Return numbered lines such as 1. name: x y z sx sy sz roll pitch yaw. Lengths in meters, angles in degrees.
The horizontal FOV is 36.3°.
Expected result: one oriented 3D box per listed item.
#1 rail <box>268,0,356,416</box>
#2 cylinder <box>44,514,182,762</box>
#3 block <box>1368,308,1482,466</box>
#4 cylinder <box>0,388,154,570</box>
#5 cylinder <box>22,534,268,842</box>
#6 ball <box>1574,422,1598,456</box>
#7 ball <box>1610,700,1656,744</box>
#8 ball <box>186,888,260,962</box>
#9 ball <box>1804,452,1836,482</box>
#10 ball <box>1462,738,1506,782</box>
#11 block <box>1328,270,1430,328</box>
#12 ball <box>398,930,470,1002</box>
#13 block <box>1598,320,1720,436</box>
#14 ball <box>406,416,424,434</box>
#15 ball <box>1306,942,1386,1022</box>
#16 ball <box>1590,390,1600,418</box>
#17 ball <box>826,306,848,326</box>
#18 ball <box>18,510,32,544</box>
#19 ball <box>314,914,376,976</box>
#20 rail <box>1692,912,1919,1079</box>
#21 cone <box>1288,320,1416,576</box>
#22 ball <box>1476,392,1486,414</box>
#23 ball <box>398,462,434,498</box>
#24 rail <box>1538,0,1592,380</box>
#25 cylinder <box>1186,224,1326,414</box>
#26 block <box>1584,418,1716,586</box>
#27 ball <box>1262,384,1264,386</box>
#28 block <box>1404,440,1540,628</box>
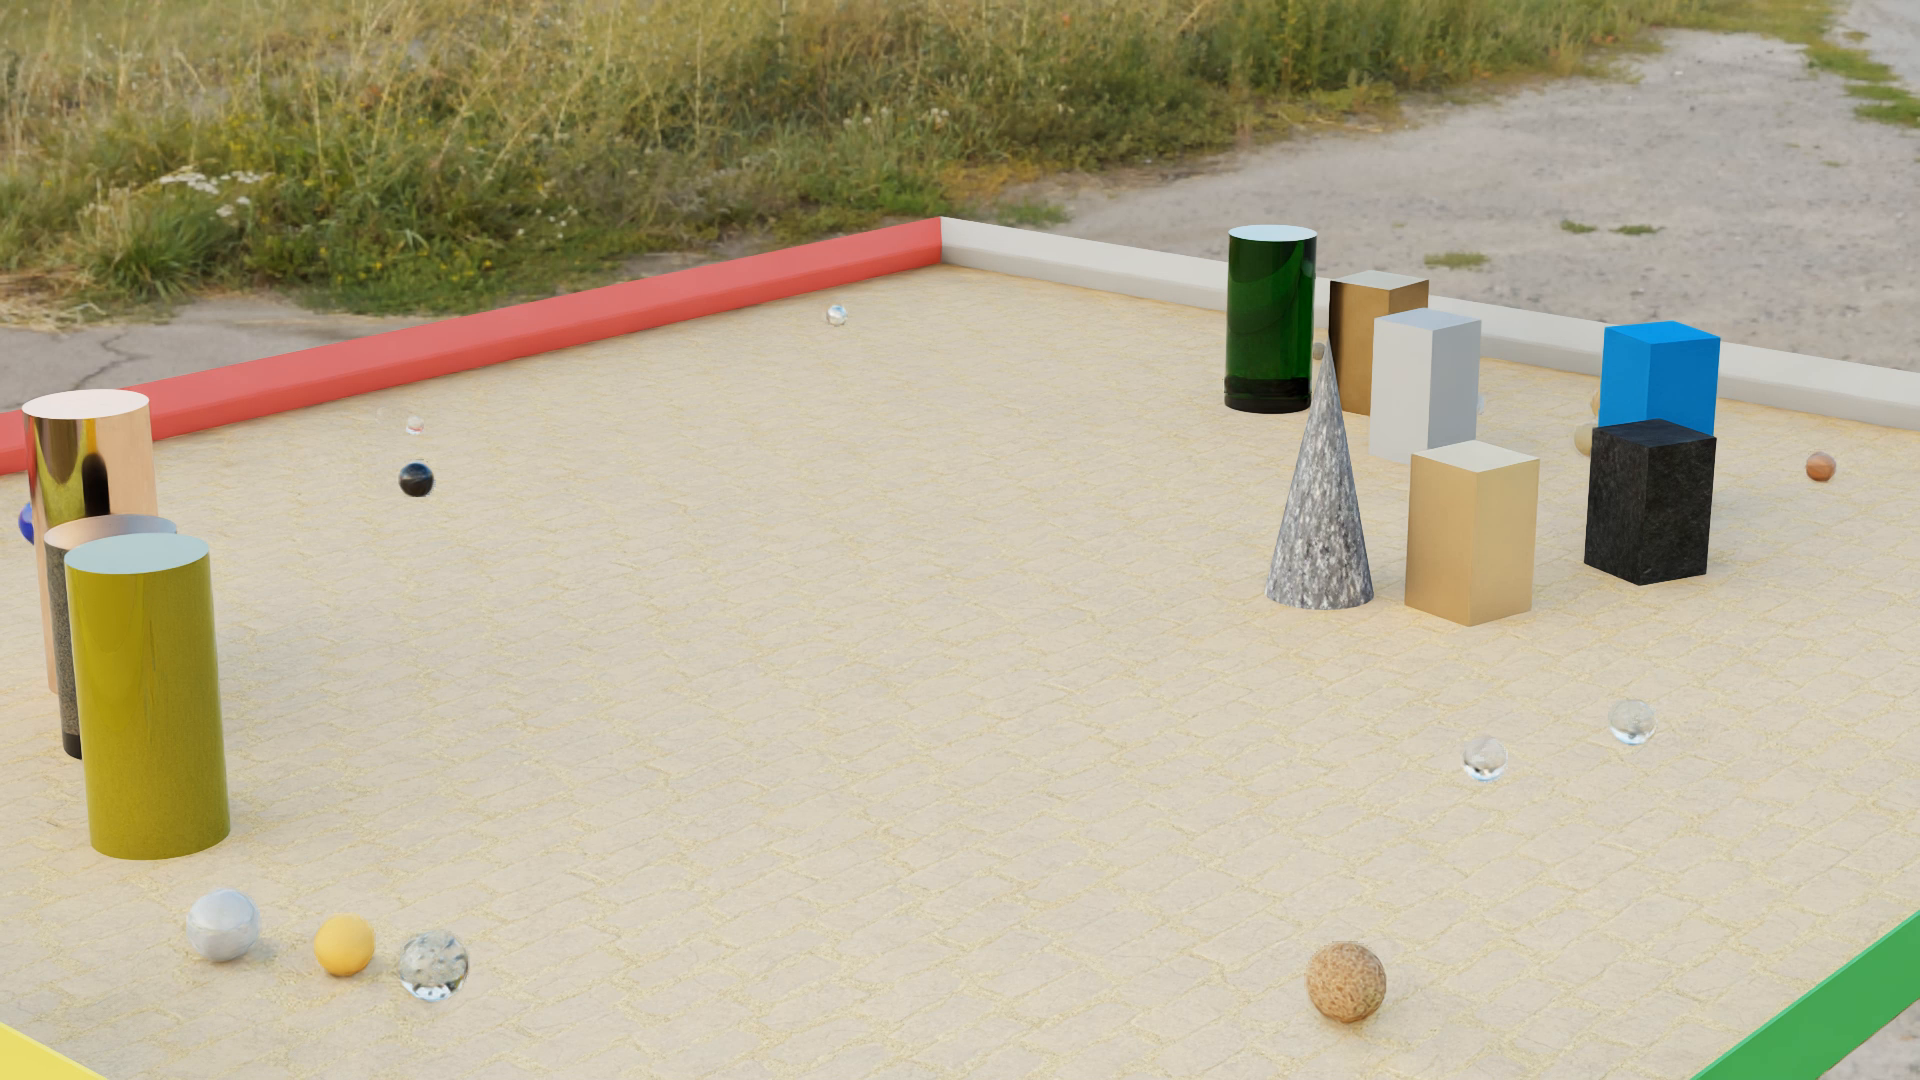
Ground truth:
1. rail: -1.467 -0.335 6.331 0.045 4.332 0.124 -7 35 -34
2. cylinder: -1.258 0.146 4.390 0.191 0.329 0.191 0 17 0
3. block: 0.947 -0.310 5.973 0.153 0.286 0.153 -14 22 -39
4. cylinder: -1.362 0.006 4.633 0.191 0.456 0.191 -15 4 1
5. cylinder: -1.114 0.213 4.027 0.191 0.409 0.191 -11 34 7
6. ball: 1.292 -0.207 6.001 0.072 0.072 0.072 0 17 0
7. ball: 1.013 0.274 4.415 0.068 0.068 0.068 0 17 0
8. ball: -0.926 0.484 3.683 0.090 0.090 0.090 0 17 0
9. ball: 1.707 -0.145 5.816 0.060 0.060 0.060 0 17 0
10. ball: 0.764 0.320 4.271 0.064 0.064 0.064 0 17 0
11. block: 0.905 -0.426 6.363 0.153 0.282 0.153 15 22 40
12. ball: -0.642 0.519 3.575 0.085 0.085 0.085 0 17 0
13. block: 1.315 -0.217 5.540 0.153 0.359 0.153 -6 18 -20
14. ball: -1.147 -0.242 6.170 0.041 0.041 0.041 0 17 0
15. ball: 0.464 0.531 3.518 0.095 0.095 0.095 0 17 0
16. ball: 1.388 -0.290 6.267 0.078 0.078 0.078 0 17 0
17. ball: -0.301 -0.547 7.163 0.052 0.052 0.052 0 17 0
18. ball: -1.680 -0.033 5.387 0.095 0.095 0.095 0 17 0
19. ball: -0.765 0.504 3.644 0.075 0.075 0.075 0 17 0
20. rail: 1.455 0.396 3.911 0.045 0.124 4.332 14 22 39
21. cone: 0.629 -0.129 5.067 0.191 0.463 0.191 11 28 -6
22. ball: 1.106 -0.296 6.328 0.053 0.053 0.053 0 17 0
23. ball: -1.059 -0.118 5.713 0.069 0.069 0.069 0 17 0
24. rail: 1.415 -0.438 6.669 0.045 3.902 0.124 1 10 41
25. cylinder: 0.675 -0.481 6.379 0.191 0.191 0.379 -18 69 -46
26. block: 1.231 -0.069 5.233 0.153 0.252 0.153 -9 19 -26
27. ball: 0.692 -0.354 6.537 0.041 0.041 0.041 0 17 0
28. block: 0.875 -0.013 5.015 0.153 0.271 0.153 -12 21 -35
